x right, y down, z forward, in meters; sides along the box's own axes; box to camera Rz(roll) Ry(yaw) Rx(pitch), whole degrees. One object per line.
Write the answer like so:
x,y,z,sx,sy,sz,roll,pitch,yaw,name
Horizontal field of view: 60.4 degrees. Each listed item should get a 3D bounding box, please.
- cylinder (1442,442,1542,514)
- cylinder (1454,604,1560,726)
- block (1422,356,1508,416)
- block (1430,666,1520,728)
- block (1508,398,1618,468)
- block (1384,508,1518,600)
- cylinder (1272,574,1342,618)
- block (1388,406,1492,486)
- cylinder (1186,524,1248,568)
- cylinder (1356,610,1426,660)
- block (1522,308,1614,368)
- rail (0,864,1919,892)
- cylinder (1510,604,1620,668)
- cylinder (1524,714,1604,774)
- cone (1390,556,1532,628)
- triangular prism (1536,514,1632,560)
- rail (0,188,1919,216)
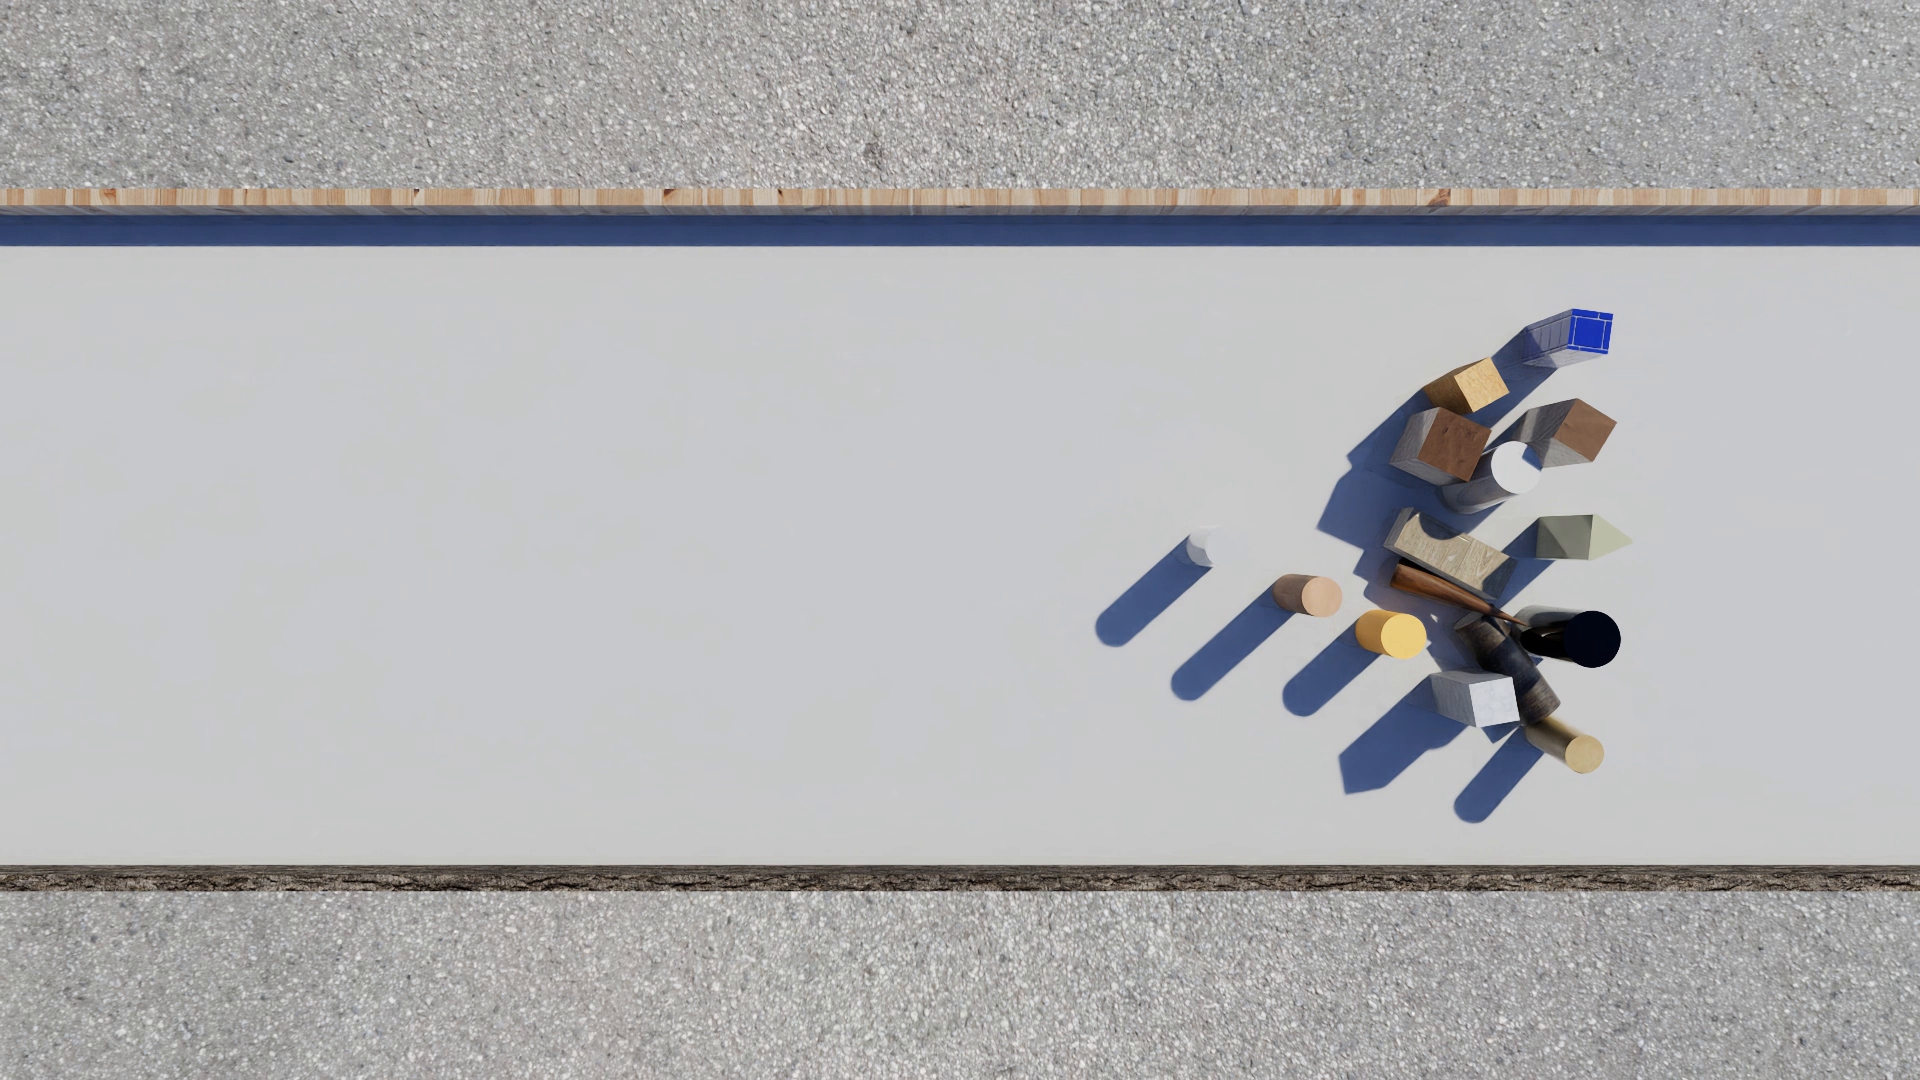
1.577,-0.183,4.905,0.155,0.315,0.155,2,80,-9,cylinder
1.661,0.378,5.008,0.137,0.137,0.358,-35,90,0,cylinder
1.503,-0.448,4.914,0.118,0.325,0.118,-29,90,0,block
1.518,0.462,4.882,0.125,0.389,0.125,-10,90,0,block
1.772,-0.312,4.875,0.133,0.403,0.133,32,90,0,block
1.488,0.041,5.011,0.353,0.131,0.131,27,90,0,block
1.020,0.161,4.860,0.115,0.432,0.115,0,90,0,cylinder
1.429,-0.276,4.921,0.165,0.310,0.165,24,90,0,block
0.759,0.019,4.883,0.124,0.386,0.124,0,90,0,cylinder
1.282,0.279,4.921,0.131,0.311,0.131,0,90,0,cylinder
1.793,-0.594,4.884,0.117,0.386,0.117,8,90,0,block
-2.247,1.025,5.001,12.000,0.150,0.050,0,90,0,rail
1.776,0.279,4.855,0.162,0.443,0.162,0,90,0,cylinder
1.797,0.601,4.917,0.114,0.307,0.114,0,97,-3,cylinder
1.514,0.179,4.955,0.428,0.101,0.101,24,90,20,cone
1.811,-0.022,4.862,0.134,0.430,0.116,-24,90,0,triangular prism
-2.247,-1.025,5.002,12.000,0.150,0.050,0,90,0,rail
